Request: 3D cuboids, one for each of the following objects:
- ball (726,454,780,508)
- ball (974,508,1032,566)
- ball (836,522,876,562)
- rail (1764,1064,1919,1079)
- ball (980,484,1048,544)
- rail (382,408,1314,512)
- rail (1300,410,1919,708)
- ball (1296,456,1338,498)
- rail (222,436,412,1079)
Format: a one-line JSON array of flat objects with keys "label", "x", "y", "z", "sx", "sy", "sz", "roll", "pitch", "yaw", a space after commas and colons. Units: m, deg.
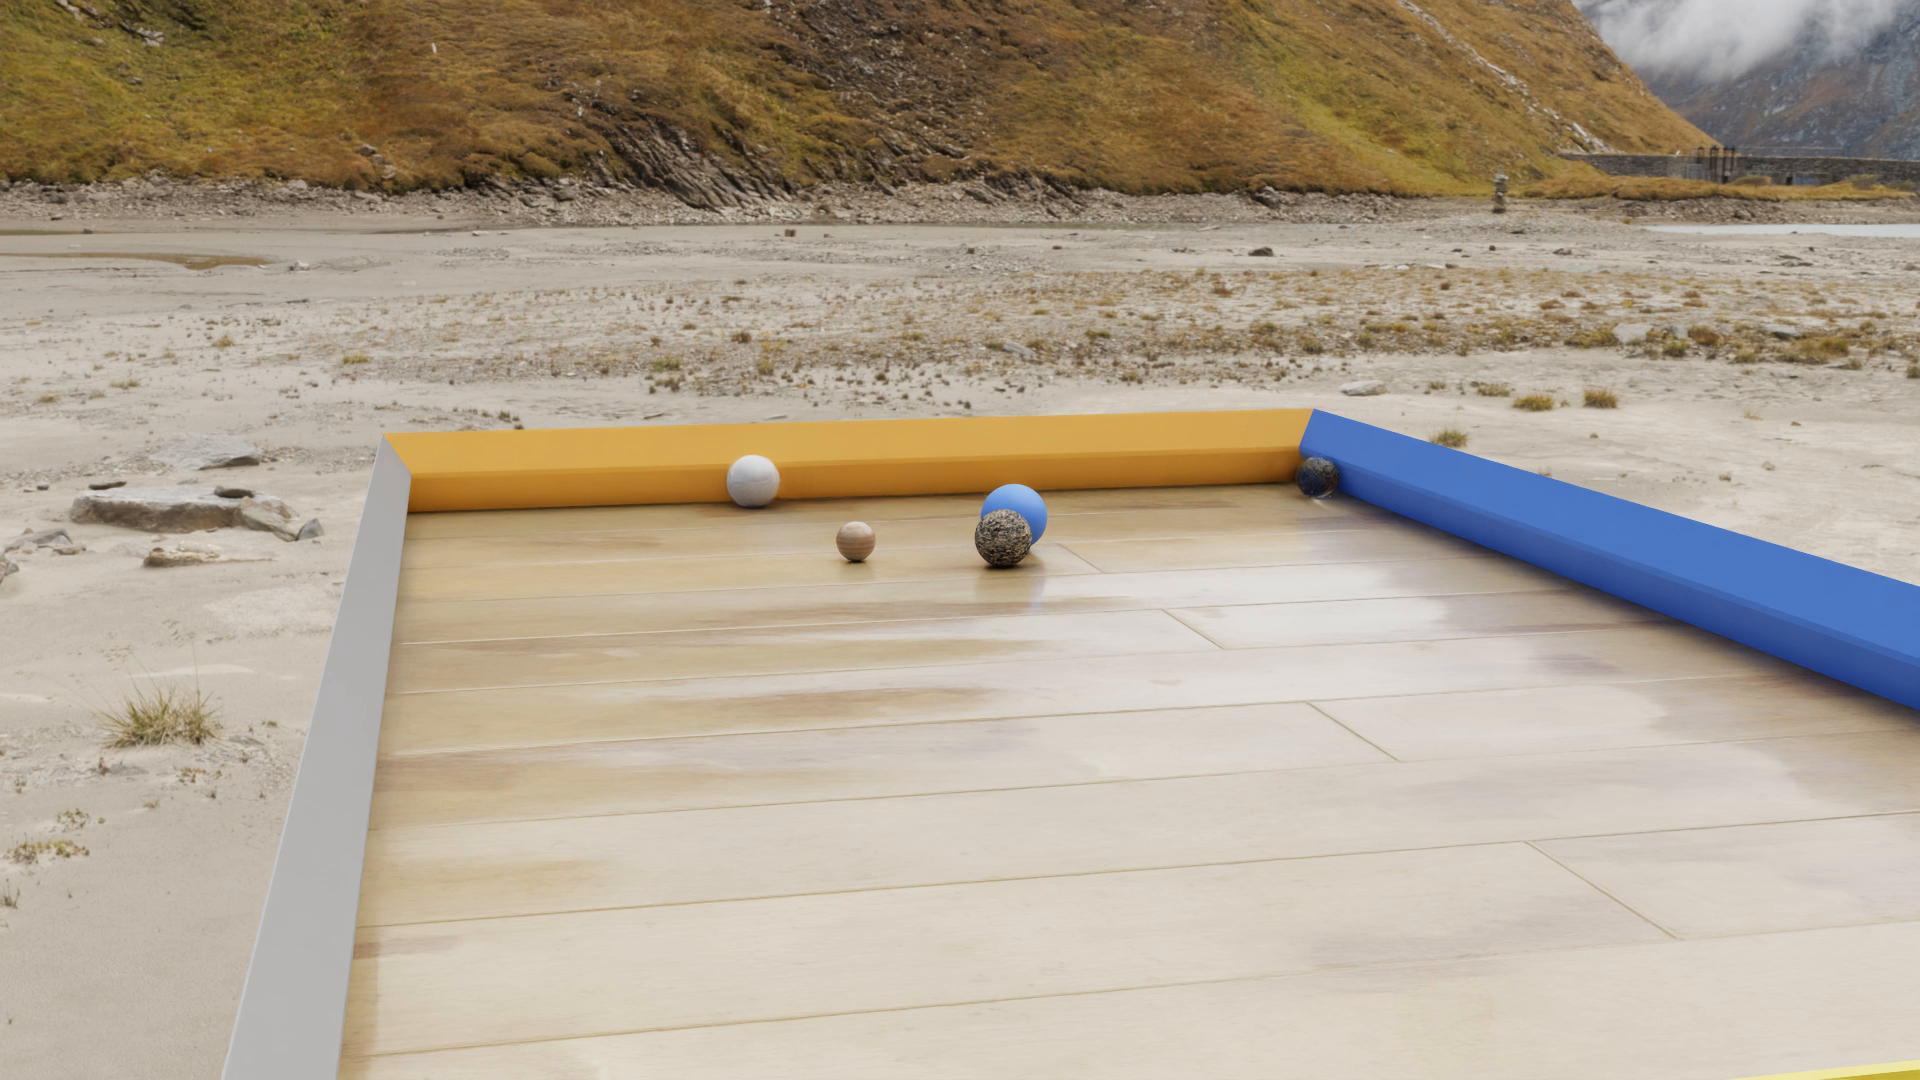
[{"label": "ball", "x": -0.342, "y": -0.097, "z": 3.642, "sx": 0.089, "sy": 0.089, "sz": 0.089, "roll": 0, "pitch": 10, "yaw": 0}, {"label": "ball", "x": 0.062, "y": -0.003, "z": 3.124, "sx": 0.082, "sy": 0.082, "sz": 0.082, "roll": 0, "pitch": 10, "yaw": 0}, {"label": "ball", "x": -0.150, "y": 0.002, "z": 3.169, "sx": 0.058, "sy": 0.058, "sz": 0.058, "roll": 0, "pitch": 10, "yaw": 0}, {"label": "rail", "x": 0.457, "y": 0.322, "z": 1.129, "sx": 1.618, "sy": 0.128, "sz": 0.045, "roll": -2, "pitch": 10, "yaw": -13}, {"label": "ball", "x": 0.080, "y": -0.034, "z": 3.250, "sx": 0.099, "sy": 0.099, "sz": 0.099, "roll": 0, "pitch": 10, "yaw": 0}, {"label": "rail", "x": -0.149, "y": -0.137, "z": 3.746, "sx": 1.618, "sy": 0.128, "sz": 0.045, "roll": -2, "pitch": 10, "yaw": -13}, {"label": "rail", "x": 0.920, "y": 0.063, "z": 2.609, "sx": 0.045, "sy": 0.128, "sz": 2.773, "roll": -2, "pitch": 10, "yaw": -13}, {"label": "ball", "x": 0.608, "y": -0.106, "z": 3.746, "sx": 0.071, "sy": 0.071, "sz": 0.071, "roll": 0, "pitch": 10, "yaw": 0}, {"label": "rail", "x": -0.611, "y": 0.123, "z": 2.265, "sx": 0.045, "sy": 0.128, "sz": 2.773, "roll": -2, "pitch": 10, "yaw": -13}]
